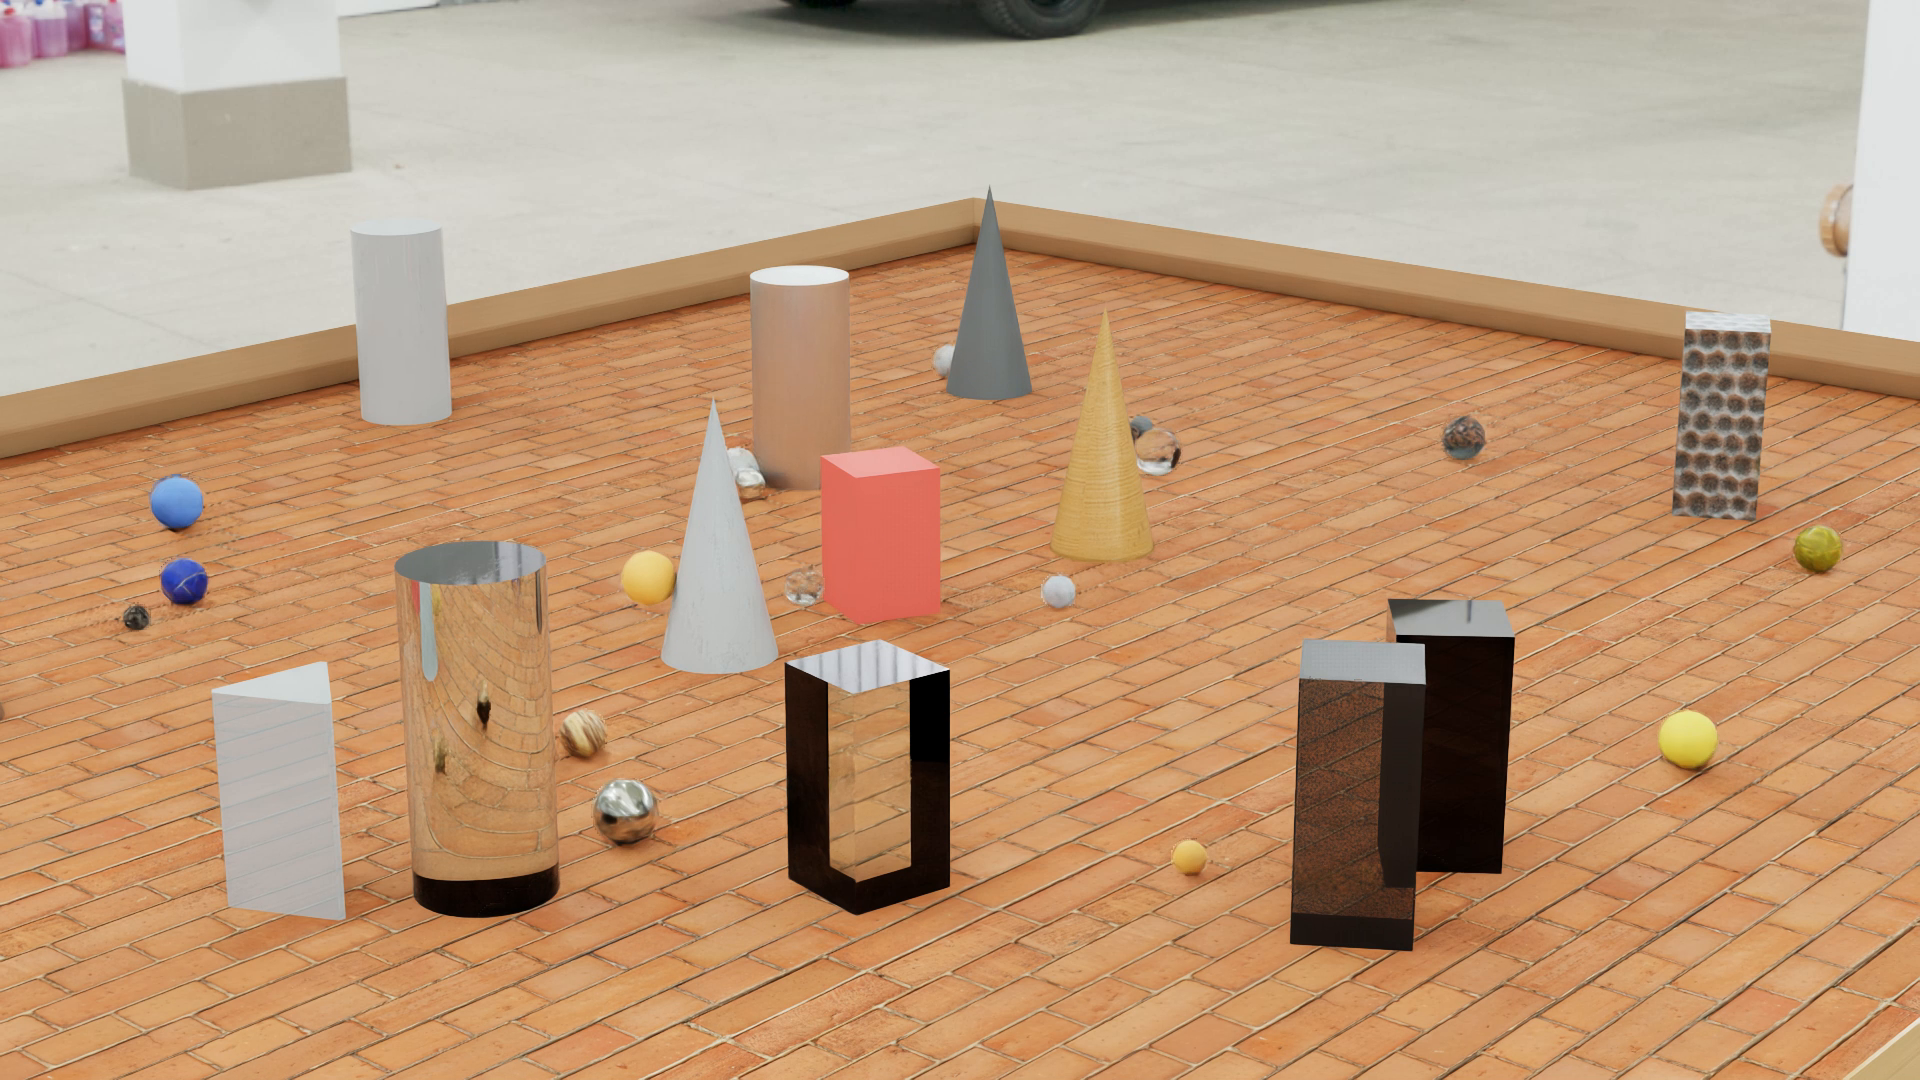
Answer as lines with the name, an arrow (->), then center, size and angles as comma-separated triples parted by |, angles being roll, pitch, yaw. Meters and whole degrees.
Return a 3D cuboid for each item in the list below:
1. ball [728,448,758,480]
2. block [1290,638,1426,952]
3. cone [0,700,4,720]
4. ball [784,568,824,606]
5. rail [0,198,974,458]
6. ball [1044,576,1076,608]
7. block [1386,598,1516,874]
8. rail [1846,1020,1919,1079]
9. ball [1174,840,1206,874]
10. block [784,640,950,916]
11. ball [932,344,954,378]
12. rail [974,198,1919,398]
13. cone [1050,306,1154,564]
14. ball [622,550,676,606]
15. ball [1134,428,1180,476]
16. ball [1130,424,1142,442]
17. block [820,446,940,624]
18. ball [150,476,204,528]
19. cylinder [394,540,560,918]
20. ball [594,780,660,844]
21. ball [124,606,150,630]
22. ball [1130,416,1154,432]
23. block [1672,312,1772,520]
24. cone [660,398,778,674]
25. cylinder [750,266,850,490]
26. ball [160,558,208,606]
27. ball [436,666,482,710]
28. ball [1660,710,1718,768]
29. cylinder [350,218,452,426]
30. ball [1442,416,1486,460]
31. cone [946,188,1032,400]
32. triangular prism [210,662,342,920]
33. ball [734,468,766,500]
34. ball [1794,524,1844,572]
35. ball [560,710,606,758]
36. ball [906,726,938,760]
ball -> -0.438, -0.139, 5.760 | 0.085, 0.085, 0.085 | 0, 17, 0
block -> 0.508, 0.324, 3.749 | 0.155, 0.359, 0.155 | 2, 17, 8
cone -> -1.576, 0.046, 4.457 | 0.194, 0.483, 0.194 | 0, 17, 0
ball -> -0.270, 0.080, 5.066 | 0.067, 0.067, 0.067 | 0, 17, 0
rail -> -1.548, -0.357, 6.407 | 0.045, 0.126, 4.890 | 14, 22, 39
ball -> 0.171, 0.089, 5.055 | 0.056, 0.056, 0.056 | 0, 17, 0
block -> 0.658, 0.265, 3.984 | 0.155, 0.337, 0.155 | 1, 17, 4
rail -> 1.548, 0.420, 3.833 | 0.045, 0.126, 4.890 | 14, 22, 39
ball -> 0.310, 0.427, 3.951 | 0.046, 0.046, 0.046 | 0, 17, 0
block -> -0.122, 0.312, 3.881 | 0.155, 0.307, 0.155 | -13, 21, -36
ball -> -0.026, -0.407, 6.666 | 0.074, 0.074, 0.074 | 0, 17, 0
rail -> 1.587, -0.497, 6.871 | 4.148, 0.126, 0.045 | 14, 22, 39
cone -> 0.261, -0.204, 5.334 | 0.194, 0.456, 0.194 | 0, 17, 0
ball -> -0.509, 0.062, 4.795 | 0.090, 0.090, 0.090 | 0, 17, 0
ball -> 0.394, -0.176, 5.864 | 0.096, 0.096, 0.096 | 0, 17, 0
ball -> 0.336, -0.198, 5.968 | 0.077, 0.077, 0.077 | 0, 17, 0
block -> -0.136, -0.010, 5.032 | 0.155, 0.258, 0.155 | -8, 18, -24
ball -> -1.471, -0.070, 5.510 | 0.097, 0.097, 0.097 | 0, 17, 0
cylinder -> -0.630, 0.246, 3.843 | 0.194, 0.455, 0.194 | 0, 17, 0
ball -> -0.461, 0.375, 4.048 | 0.090, 0.090, 0.090 | 0, 17, 0
ball -> -1.387, 0.131, 4.937 | 0.043, 0.043, 0.043 | 0, 17, 0
ball -> 0.379, -0.235, 6.134 | 0.052, 0.052, 0.052 | 0, 17, 0
block -> 1.453, -0.238, 5.602 | 0.155, 0.366, 0.155 | 4, 17, 13
cone -> -0.395, -0.021, 4.759 | 0.194, 0.437, 0.194 | 0, 17, 0
cylinder -> -0.314, -0.322, 5.801 | 0.194, 0.411, 0.194 | 0, 17, 0
ball -> -1.341, 0.072, 5.068 | 0.081, 0.081, 0.081 | 0, 17, 0
ball -> -0.780, 0.231, 4.562 | 0.069, 0.069, 0.069 | 0, 17, 0
ball -> 1.075, 0.294, 4.324 | 0.084, 0.084, 0.084 | 0, 17, 0
cylinder -> -1.198, -0.469, 6.289 | 0.194, 0.411, 0.194 | 0, 17, 0
ball -> 1.028, -0.208, 5.983 | 0.088, 0.088, 0.088 | 0, 17, 0
cone -> 0.065, -0.559, 6.496 | 0.194, 0.464, 0.194 | 0, 17, 0
triangular prism -> -0.862, 0.324, 3.856 | 0.168, 0.298, 0.145 | 5, 17, 16
ball -> -0.408, -0.108, 5.701 | 0.060, 0.060, 0.060 | 0, 17, 0
ball -> 1.537, 0.015, 5.249 | 0.085, 0.085, 0.085 | 0, 17, 0
ball -> -0.563, 0.289, 4.369 | 0.069, 0.069, 0.069 | 0, 17, 0
ball -> -0.058, 0.302, 4.363 | 0.048, 0.048, 0.048 | 0, 17, 0
